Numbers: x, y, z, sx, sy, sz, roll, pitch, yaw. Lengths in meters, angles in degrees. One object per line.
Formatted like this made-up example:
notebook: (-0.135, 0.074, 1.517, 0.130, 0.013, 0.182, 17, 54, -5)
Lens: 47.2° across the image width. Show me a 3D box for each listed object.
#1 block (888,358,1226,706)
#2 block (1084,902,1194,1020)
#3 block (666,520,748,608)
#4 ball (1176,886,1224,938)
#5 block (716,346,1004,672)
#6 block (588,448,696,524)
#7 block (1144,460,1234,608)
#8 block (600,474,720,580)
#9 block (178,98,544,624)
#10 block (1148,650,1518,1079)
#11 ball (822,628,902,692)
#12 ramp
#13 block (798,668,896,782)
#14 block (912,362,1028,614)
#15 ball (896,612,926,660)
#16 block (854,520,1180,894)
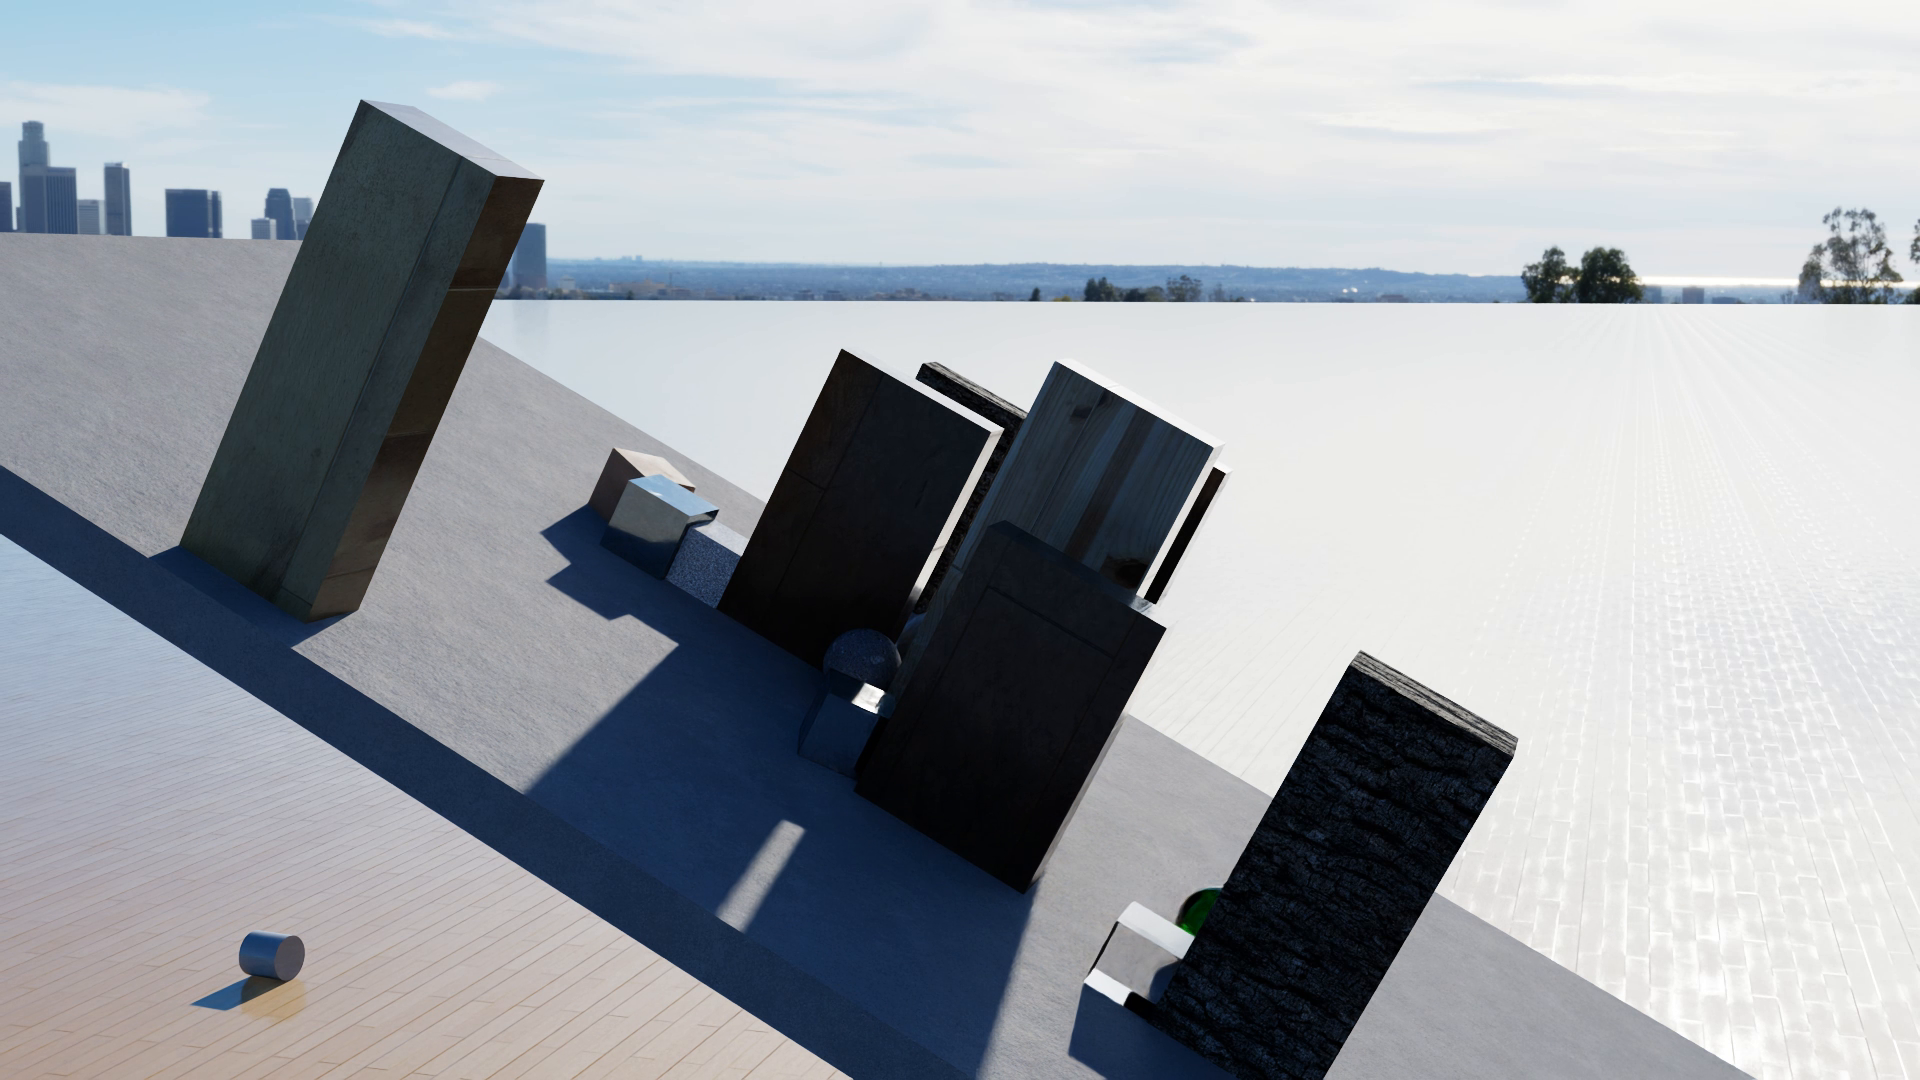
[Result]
block: (0.157, 0.087, 4.086, 0.330, 0.781, 0.115, 30, 14, 12)
block: (0.293, 0.681, 3.569, 0.119, 0.119, 0.119, 30, 14, 12)
block: (-0.492, 0.048, 4.417, 0.122, 0.122, 0.122, 30, 14, 12)
ball: (0.448, 0.674, 3.817, 0.149, 0.149, 0.149, 0, 7, 0)
block: (-0.199, -0.039, 4.301, 0.338, 0.584, 0.087, 30, 14, 12)
block: (-0.664, -0.093, 4.585, 0.134, 0.134, 0.134, 12, 20, -47)
block: (0.255, 0.096, 4.415, 0.287, 0.694, 0.082, 30, 14, 12)
block: (-0.604, -0.027, 4.429, 0.147, 0.147, 0.147, 30, 14, 12)
block: (-0.933, -0.272, 3.417, 0.252, 0.768, 0.149, 30, 14, 12)
block: (0.585, 0.539, 3.468, 0.279, 0.670, 0.144, 30, 14, 12)
ball: (-0.187, 0.244, 4.205, 0.151, 0.151, 0.151, 0, 7, 0)
ramp: (-0.229, 0.382, 4.151, 4.000, 0.100, 2.000, 30, 14, 12)
block: (-0.202, 0.330, 3.914, 0.129, 0.129, 0.129, 25, 14, -9)
block: (-0.070, -0.115, 4.970, 0.260, 0.509, 0.101, 30, 14, 12)
ball: (-0.054, 0.224, 4.515, 0.154, 0.154, 0.154, 0, 7, 0)
block: (0.093, 0.285, 3.775, 0.347, 0.531, 0.104, 30, 14, 12)
